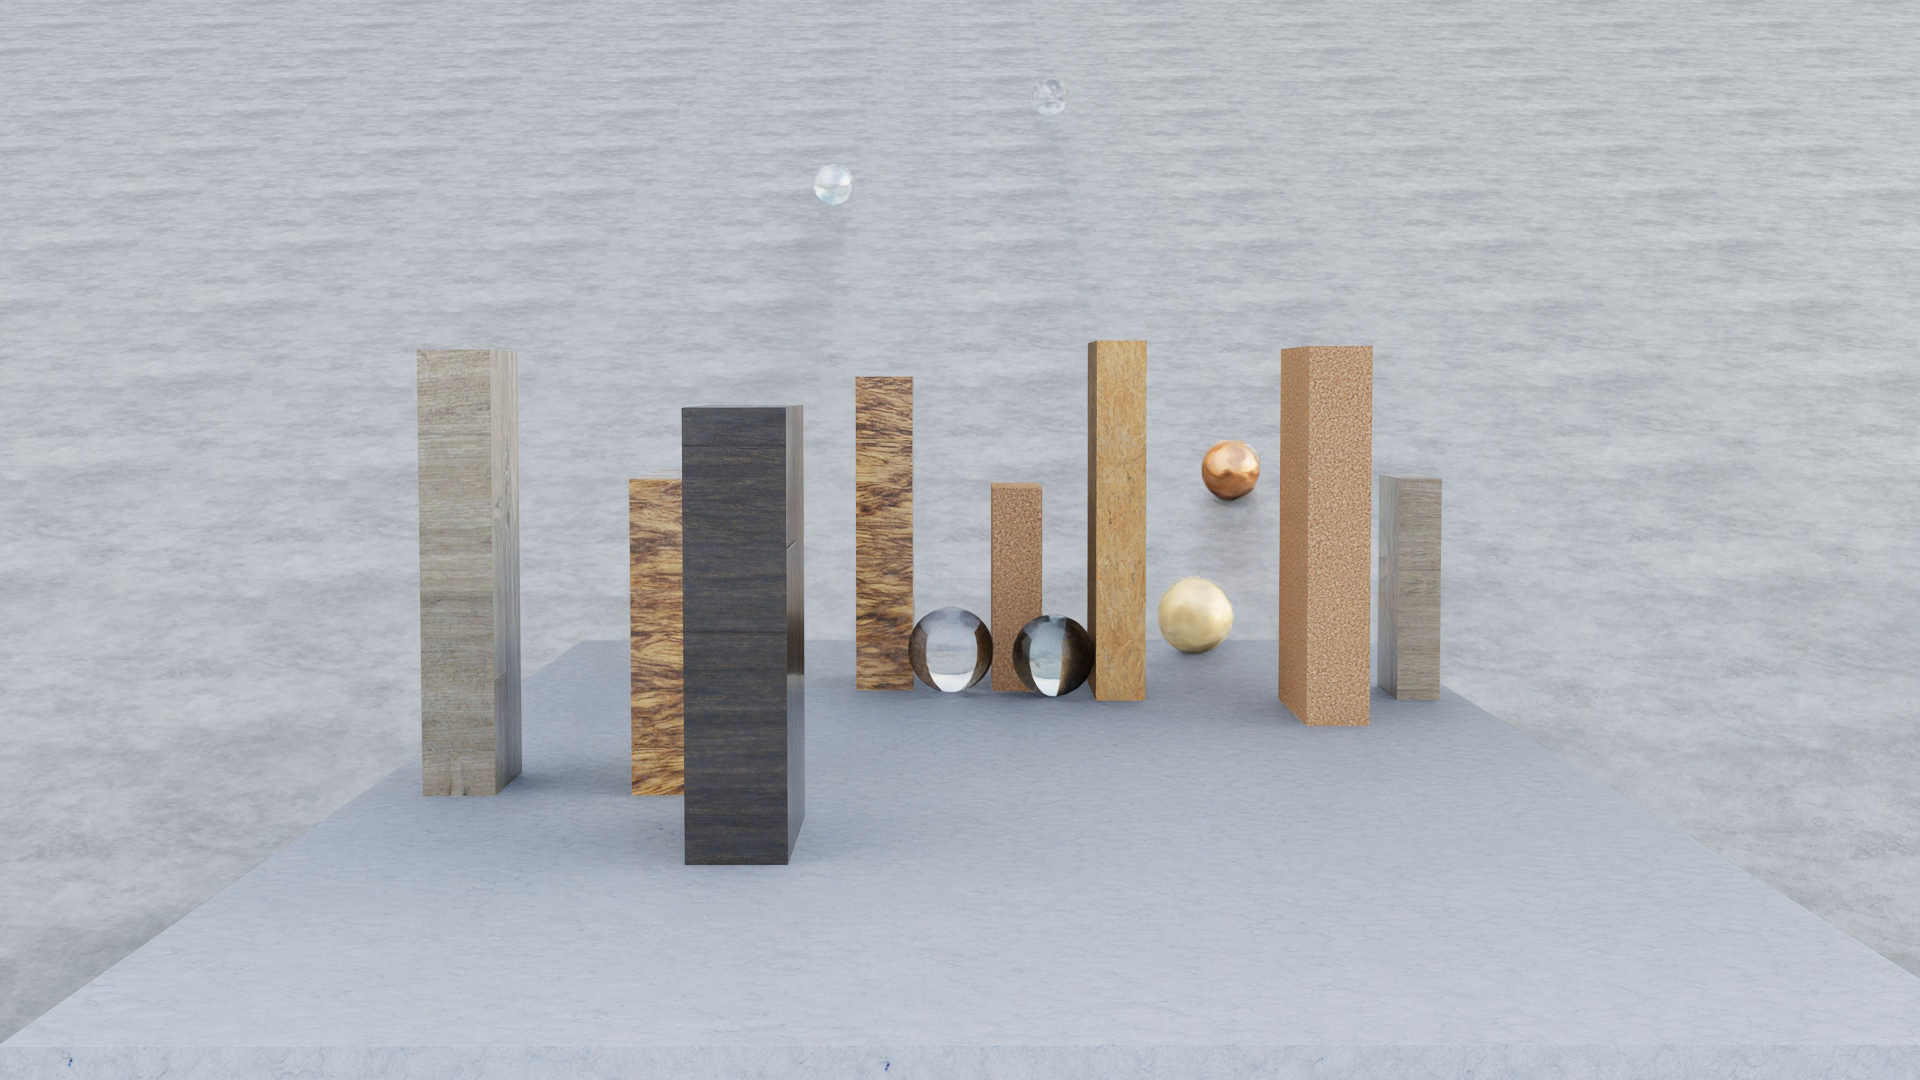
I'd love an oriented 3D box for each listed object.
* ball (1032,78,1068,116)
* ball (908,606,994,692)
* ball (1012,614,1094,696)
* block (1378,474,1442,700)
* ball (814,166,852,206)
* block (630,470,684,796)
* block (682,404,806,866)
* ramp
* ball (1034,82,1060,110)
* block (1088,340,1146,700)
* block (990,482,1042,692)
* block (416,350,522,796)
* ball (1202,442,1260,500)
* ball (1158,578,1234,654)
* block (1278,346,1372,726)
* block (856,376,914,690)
[{"bbox_3d":[0.474,-2.350,13.614,0.194,0.194,0.194,0,20,0],"label":"ball"},{"bbox_3d":[-0.019,0.232,5.418,0.181,0.181,0.181,0,20,0],"label":"ball"},{"bbox_3d":[0.194,0.240,5.351,0.171,0.171,0.171,0,20,0],"label":"ball"},{"bbox_3d":[0.944,0.094,5.399,0.087,0.456,0.251,0,3,0],"label":"block"},{"bbox_3d":[-0.573,-1.600,11.602,0.172,0.172,0.172,0,20,0],"label":"ball"},{"bbox_3d":[-0.466,0.141,4.270,0.110,0.502,0.430,0,3,0],"label":"block"},{"bbox_3d":[-0.304,0.119,3.659,0.140,0.619,0.399,0,3,0],"label":"block"},{"bbox_3d":[0.047,0.426,4.533,2.000,0.100,4.000,0,3,0],"label":"ramp"},{"bbox_3d":[0.471,-2.382,13.778,0.140,0.140,0.140,0,20,0],"label":"ball"},{"bbox_3d":[0.330,-0.050,5.442,0.102,0.739,0.360,0,3,0],"label":"block"},{"bbox_3d":[0.121,0.096,5.582,0.104,0.431,0.312,0,3,0],"label":"block"},{"bbox_3d":[-0.793,0.046,4.168,0.115,0.705,0.251,0,3,0],"label":"block"},{"bbox_3d":[0.823,-0.212,7.818,0.177,0.177,0.177,0,20,0],"label":"ball"},{"bbox_3d":[0.566,0.184,6.185,0.182,0.182,0.182,0,20,0],"label":"ball"},{"bbox_3d":[0.719,-0.019,5.080,0.119,0.721,0.427,0,3,0],"label":"block"},{"bbox_3d":[-0.161,-0.020,5.567,0.120,0.666,0.248,0,3,0],"label":"block"}]
